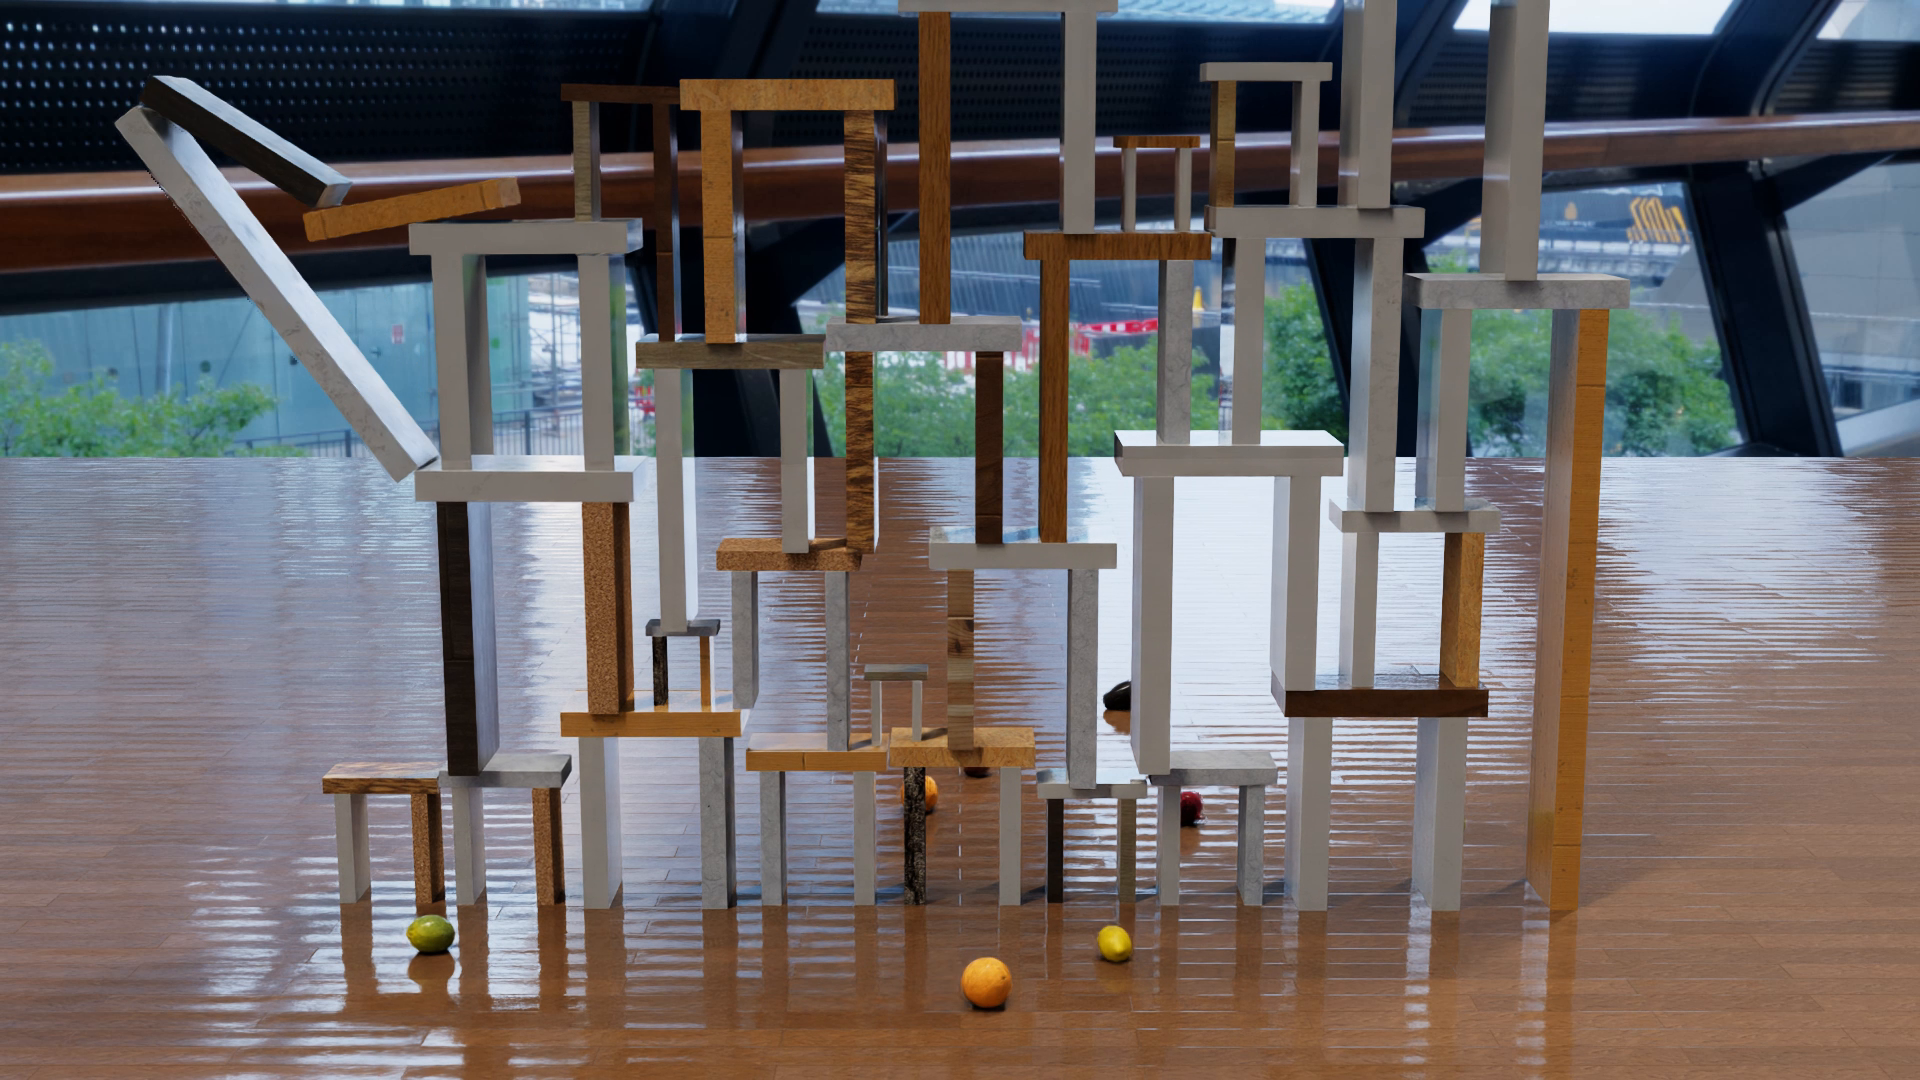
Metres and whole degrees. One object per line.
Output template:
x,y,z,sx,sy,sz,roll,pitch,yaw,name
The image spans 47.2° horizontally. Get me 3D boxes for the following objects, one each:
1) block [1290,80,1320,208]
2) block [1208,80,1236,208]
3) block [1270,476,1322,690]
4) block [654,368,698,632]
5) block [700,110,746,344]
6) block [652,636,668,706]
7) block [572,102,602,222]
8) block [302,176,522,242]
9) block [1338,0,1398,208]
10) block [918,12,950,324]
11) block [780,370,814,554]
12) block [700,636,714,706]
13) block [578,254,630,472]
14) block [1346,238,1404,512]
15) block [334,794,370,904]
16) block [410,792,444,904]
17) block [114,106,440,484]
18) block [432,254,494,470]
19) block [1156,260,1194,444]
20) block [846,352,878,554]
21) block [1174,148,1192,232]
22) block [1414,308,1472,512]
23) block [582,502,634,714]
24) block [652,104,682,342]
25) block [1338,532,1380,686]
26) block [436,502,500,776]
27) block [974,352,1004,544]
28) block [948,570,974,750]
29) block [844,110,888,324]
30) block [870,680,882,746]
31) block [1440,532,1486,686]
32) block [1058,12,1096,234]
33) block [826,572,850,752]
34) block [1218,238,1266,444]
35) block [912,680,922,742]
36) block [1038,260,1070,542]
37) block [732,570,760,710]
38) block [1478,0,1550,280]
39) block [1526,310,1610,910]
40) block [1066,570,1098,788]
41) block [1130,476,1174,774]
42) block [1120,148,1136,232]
0.539,-0.619,3.440,0.027,0.193,0.096,0,11,0,block
0.410,-0.619,3.440,0.027,0.193,0.096,0,11,0,block
0.543,0.054,3.566,0.049,0.346,0.173,0,10,0,block
-0.457,-0.074,3.550,0.042,0.422,0.147,0,11,0,block
-0.372,-0.496,3.467,0.046,0.356,0.163,0,11,1,block
-0.490,0.207,3.596,0.016,0.115,0.058,0,11,0,block
-0.585,-0.594,3.447,0.026,0.184,0.092,1,11,0,block
-0.859,-0.522,3.461,0.306,0.043,0.153,-10,10,2,block
0.634,-0.696,3.426,0.049,0.348,0.174,0,11,0,block
-0.039,-0.583,3.452,0.047,0.472,0.167,0,11,0,block
-0.261,-0.137,3.538,0.042,0.293,0.147,0,10,0,block
-0.413,0.207,3.596,0.016,0.115,0.058,0,11,0,block
-0.567,-0.289,3.510,0.048,0.337,0.168,0,11,0,block
0.661,-0.269,3.509,0.046,0.429,0.161,0,11,0,block
-1.008,0.498,3.652,0.027,0.187,0.094,0,11,0,block
-0.884,0.498,3.652,0.027,0.187,0.094,0,11,0,block
-1.074,-0.389,3.485,0.043,0.690,0.153,-36,9,6,block
-0.792,-0.290,3.510,0.048,0.337,0.168,0,11,0,block
0.341,-0.304,3.495,0.041,0.287,0.144,0,11,0,block
-0.157,-0.149,3.527,0.043,0.322,0.152,0,11,0,block
0.351,-0.552,3.461,0.018,0.130,0.065,0,11,-1,block
0.773,-0.216,3.521,0.045,0.320,0.160,0,10,0,block
-0.572,0.094,3.578,0.049,0.344,0.172,0,10,0,block
-0.461,-0.500,3.463,0.026,0.365,0.092,0,11,-1,block
0.648,0.101,3.576,0.036,0.252,0.126,0,11,0,block
-0.801,0.144,3.587,0.049,0.449,0.172,0,11,0,block
0.046,-0.158,3.525,0.043,0.304,0.152,0,11,0,block
0.001,0.179,3.592,0.042,0.298,0.149,0,11,0,block
-0.147,-0.511,3.465,0.046,0.326,0.163,1,11,5,block
-0.137,0.279,3.613,0.015,0.111,0.051,0,11,0,block
0.816,0.101,3.576,0.036,0.252,0.126,0,11,0,block
0.183,-0.651,3.439,0.047,0.333,0.166,0,11,0,block
-0.199,0.186,3.597,0.032,0.299,0.114,0,11,0,block
0.447,-0.322,3.495,0.046,0.321,0.161,0,11,-1,block
-0.070,0.274,3.612,0.015,0.103,0.051,0,11,0,block
0.149,-0.227,3.514,0.041,0.445,0.144,0,11,0,block
-0.350,0.151,3.591,0.032,0.228,0.114,0,11,0,block
0.865,-0.642,3.436,0.049,0.458,0.174,0,11,0,block
0.986,0.108,3.582,0.045,0.979,0.160,0,11,0,block
0.200,0.211,3.598,0.042,0.363,0.149,0,11,0,block
0.311,0.123,3.574,0.049,0.484,0.173,0,11,0,block
0.265,-0.551,3.461,0.018,0.130,0.065,0,11,0,block
